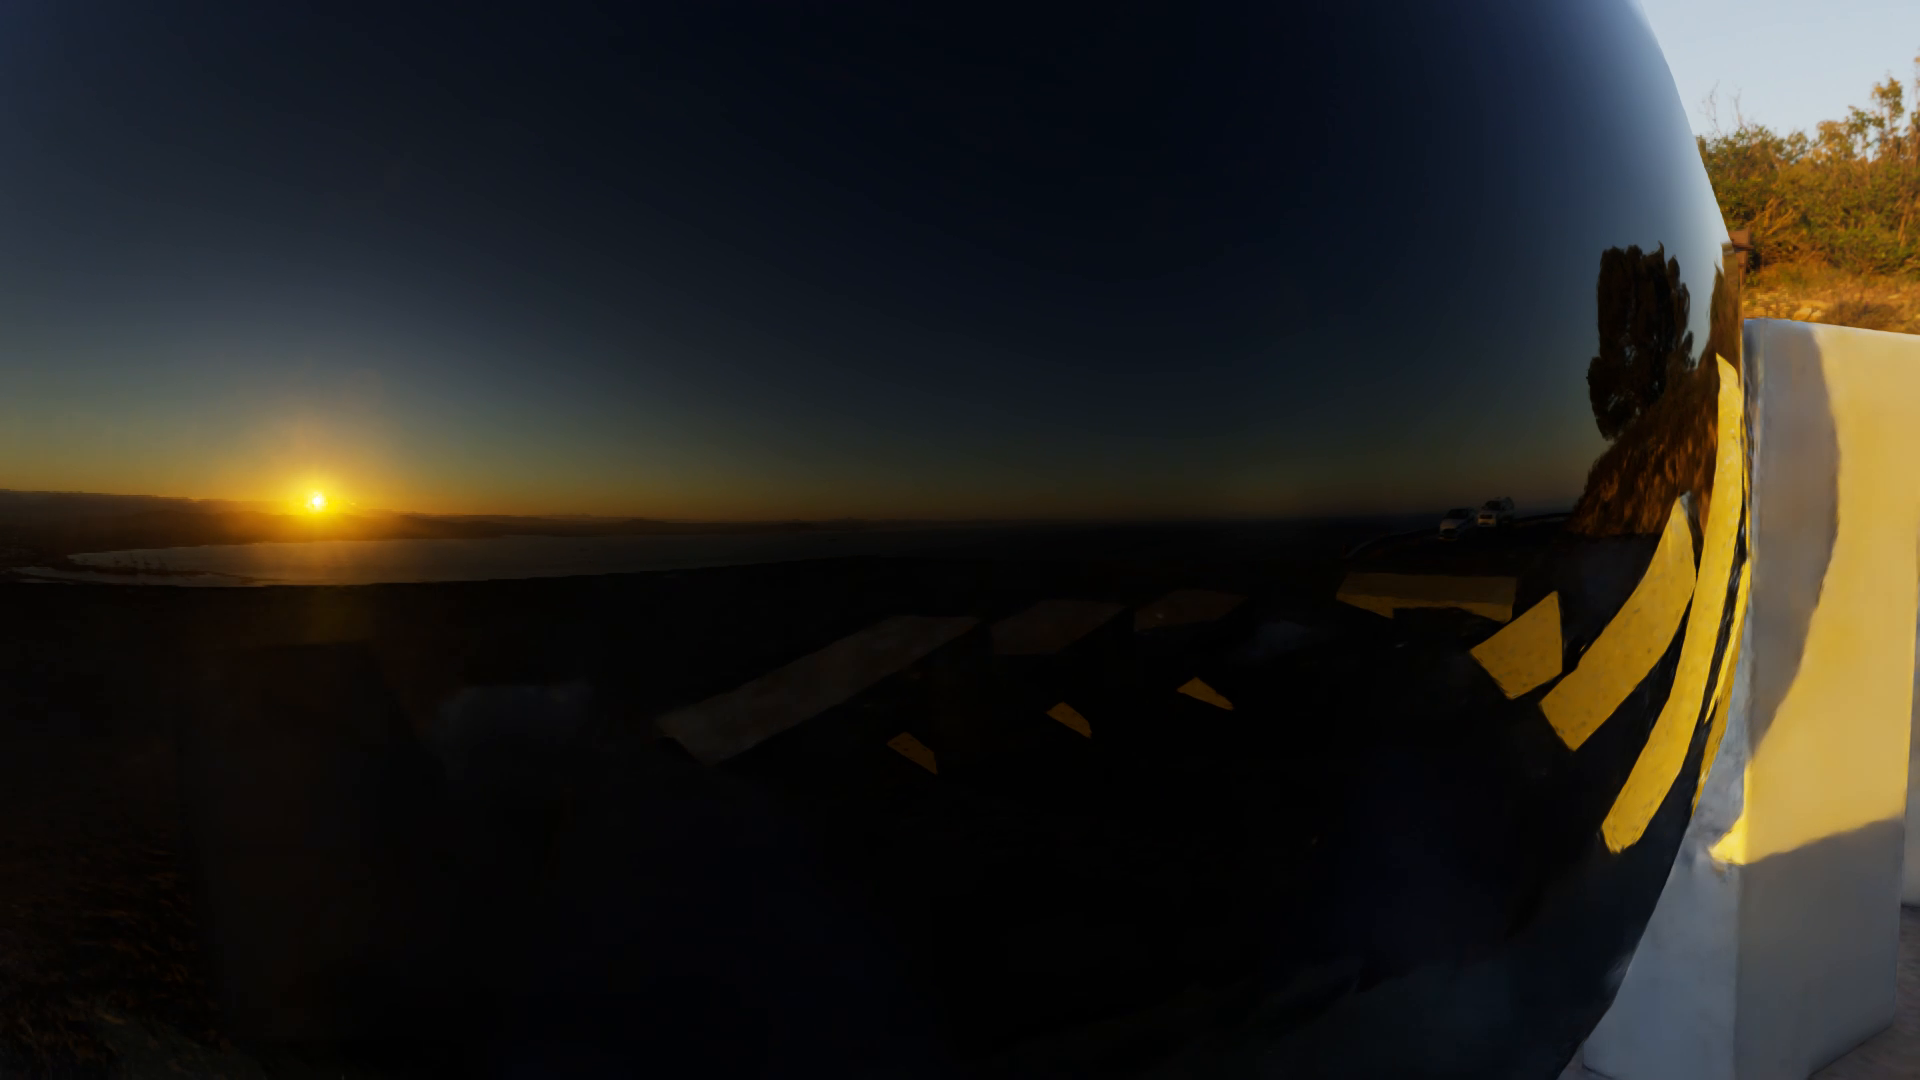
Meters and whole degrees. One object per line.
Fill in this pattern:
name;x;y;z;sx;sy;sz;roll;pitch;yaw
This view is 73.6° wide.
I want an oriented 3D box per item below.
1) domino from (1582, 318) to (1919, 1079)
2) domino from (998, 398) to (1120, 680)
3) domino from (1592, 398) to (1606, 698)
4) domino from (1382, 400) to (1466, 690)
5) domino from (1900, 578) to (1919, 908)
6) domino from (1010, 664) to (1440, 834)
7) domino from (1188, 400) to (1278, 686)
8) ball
domino;0.055;0.011;0.089;0.025;0.050;0.009;-3;5;-34
domino;0.017;0.000;0.228;0.009;0.050;0.025;-2;5;-27
domino;0.116;0.001;0.222;0.009;0.050;0.025;2;5;27
domino;0.084;0.000;0.233;0.009;0.050;0.025;1;4;11
domino;0.093;0.009;0.117;0.010;0.050;0.025;-3;5;-39
domino;0.033;0.025;0.167;0.025;0.010;0.050;-4;6;-40
domino;0.050;0.000;0.236;0.009;0.050;0.025;0;4;-3
ball;-0.008;-0.002;0.063;0.080;0.080;0.080;0;4;0
